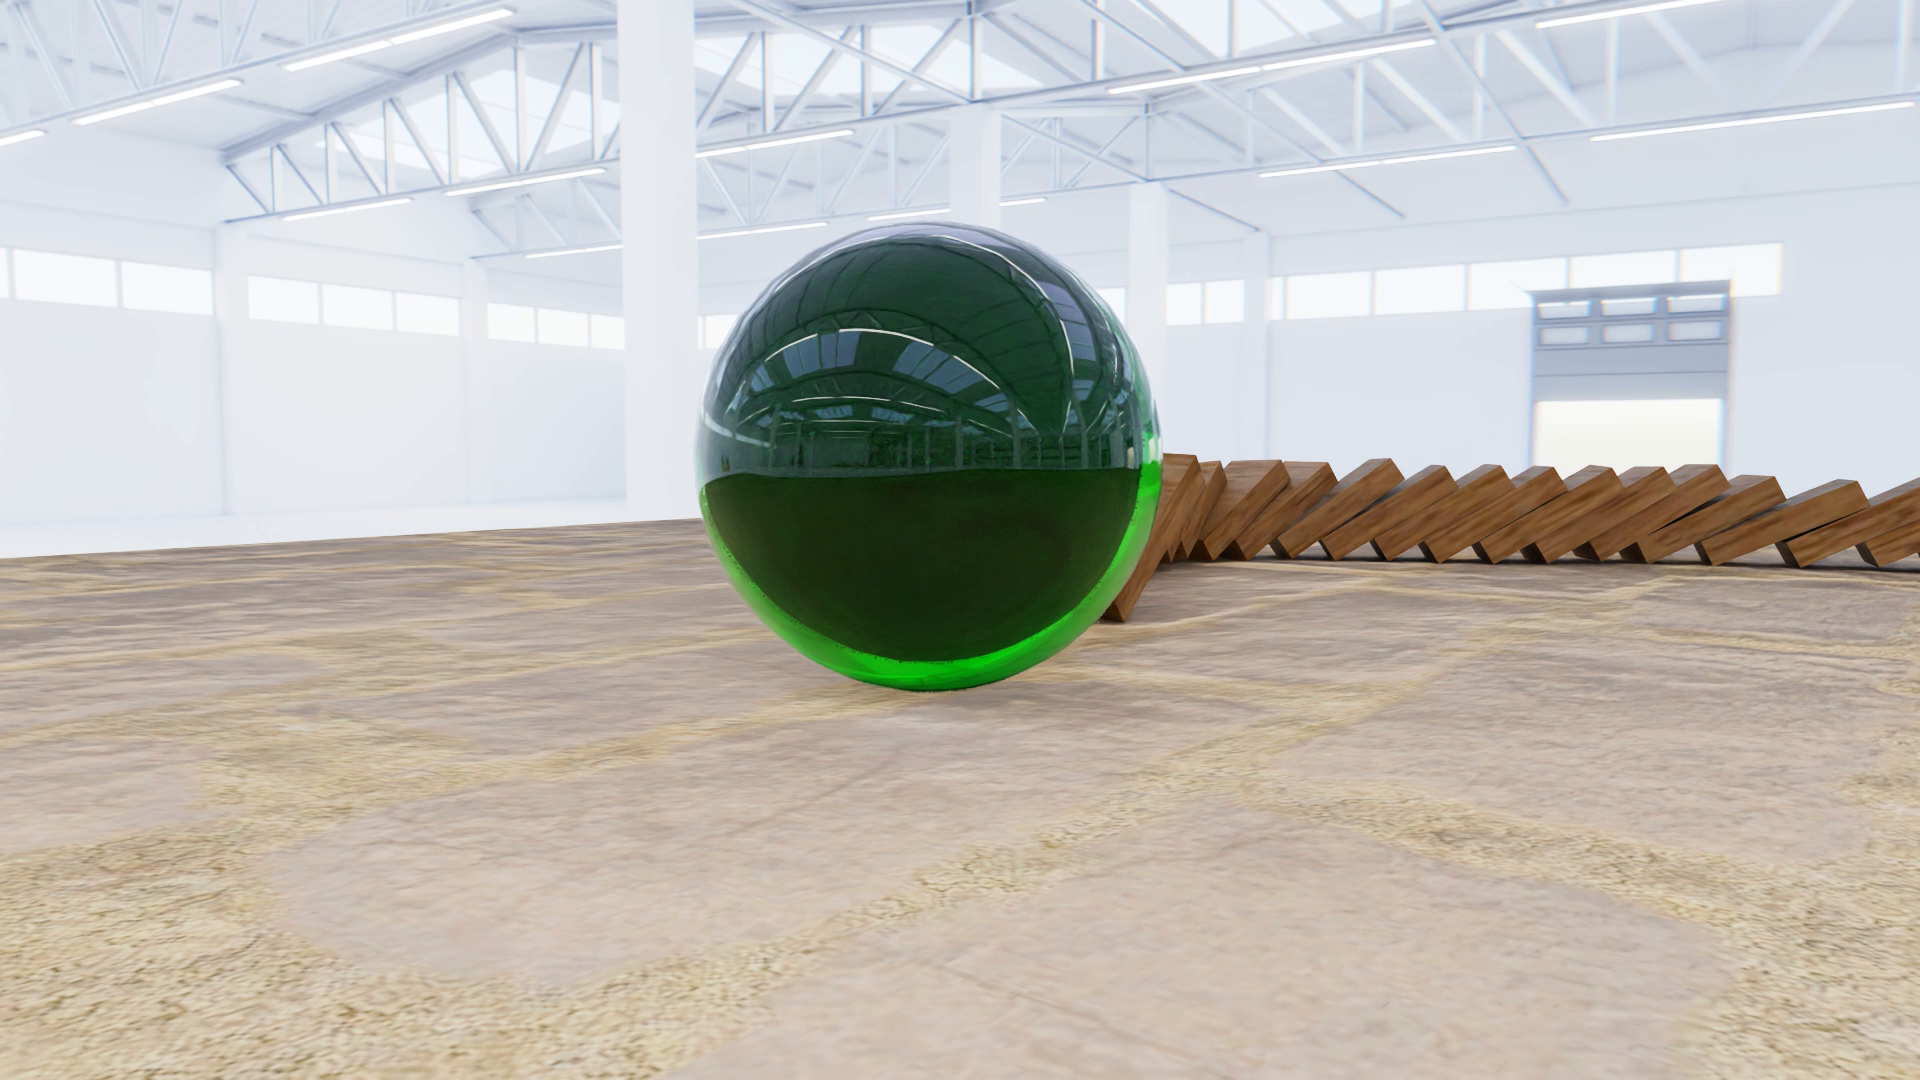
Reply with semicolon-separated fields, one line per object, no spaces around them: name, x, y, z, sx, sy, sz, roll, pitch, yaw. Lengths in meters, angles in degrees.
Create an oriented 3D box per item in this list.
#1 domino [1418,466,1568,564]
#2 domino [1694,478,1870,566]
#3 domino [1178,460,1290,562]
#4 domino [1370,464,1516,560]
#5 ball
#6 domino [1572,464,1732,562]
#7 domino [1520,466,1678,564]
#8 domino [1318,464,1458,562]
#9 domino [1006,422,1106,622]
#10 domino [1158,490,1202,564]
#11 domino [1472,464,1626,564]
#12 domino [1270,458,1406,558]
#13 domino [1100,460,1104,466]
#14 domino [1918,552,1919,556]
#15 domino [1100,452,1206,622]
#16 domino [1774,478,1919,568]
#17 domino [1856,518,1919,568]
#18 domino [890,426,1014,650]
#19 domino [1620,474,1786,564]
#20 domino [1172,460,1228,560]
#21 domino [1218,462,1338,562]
domino;0.191;-0.010;0.464;0.050;0.009;0.025;-32;-1;10
domino;0.285;-0.006;0.449;0.050;0.009;0.025;-26;-6;21
domino;0.098;-0.012;0.477;0.050;0.010;0.025;-42;24;-26
domino;0.174;-0.010;0.468;0.050;0.009;0.025;-32;-1;10
ball;-0.005;-0.014;0.221;0.080;0.080;0.080;0;4;0
domino;0.246;-0.010;0.462;0.050;0.009;0.025;-31;0;7
domino;0.227;-0.009;0.460;0.050;0.009;0.025;-31;0;7
domino;0.156;-0.010;0.473;0.050;0.010;0.025;-32;-1;10
domino;0.017;-0.005;0.317;0.025;0.050;0.009;3;-25;36
domino;0.068;-0.010;0.454;0.025;0.010;0.050;-5;32;29
domino;0.209;-0.009;0.459;0.050;0.009;0.025;-31;0;11
domino;0.139;-0.012;0.478;0.050;0.009;0.025;-35;2;2
domino;0.033;-0.002;0.347;0.025;0.009;0.050;0;42;7
domino;0.344;-0.003;0.418;0.050;0.009;0.025;-24;-6;25
domino;0.040;-0.002;0.323;0.025;0.009;0.050;7;48;37
domino;0.308;-0.007;0.438;0.050;0.009;0.025;-29;-8;21
domino;0.328;-0.007;0.426;0.050;0.009;0.025;-29;-9;24
domino;-0.001;-0.001;0.274;0.025;0.050;0.009;0;-31;1
domino;0.264;-0.008;0.460;0.050;0.009;0.025;-27;0;9
domino;0.078;-0.011;0.470;0.025;0.009;0.050;-4;32;33
domino;0.115;-0.011;0.482;0.050;0.009;0.025;-38;18;-18
